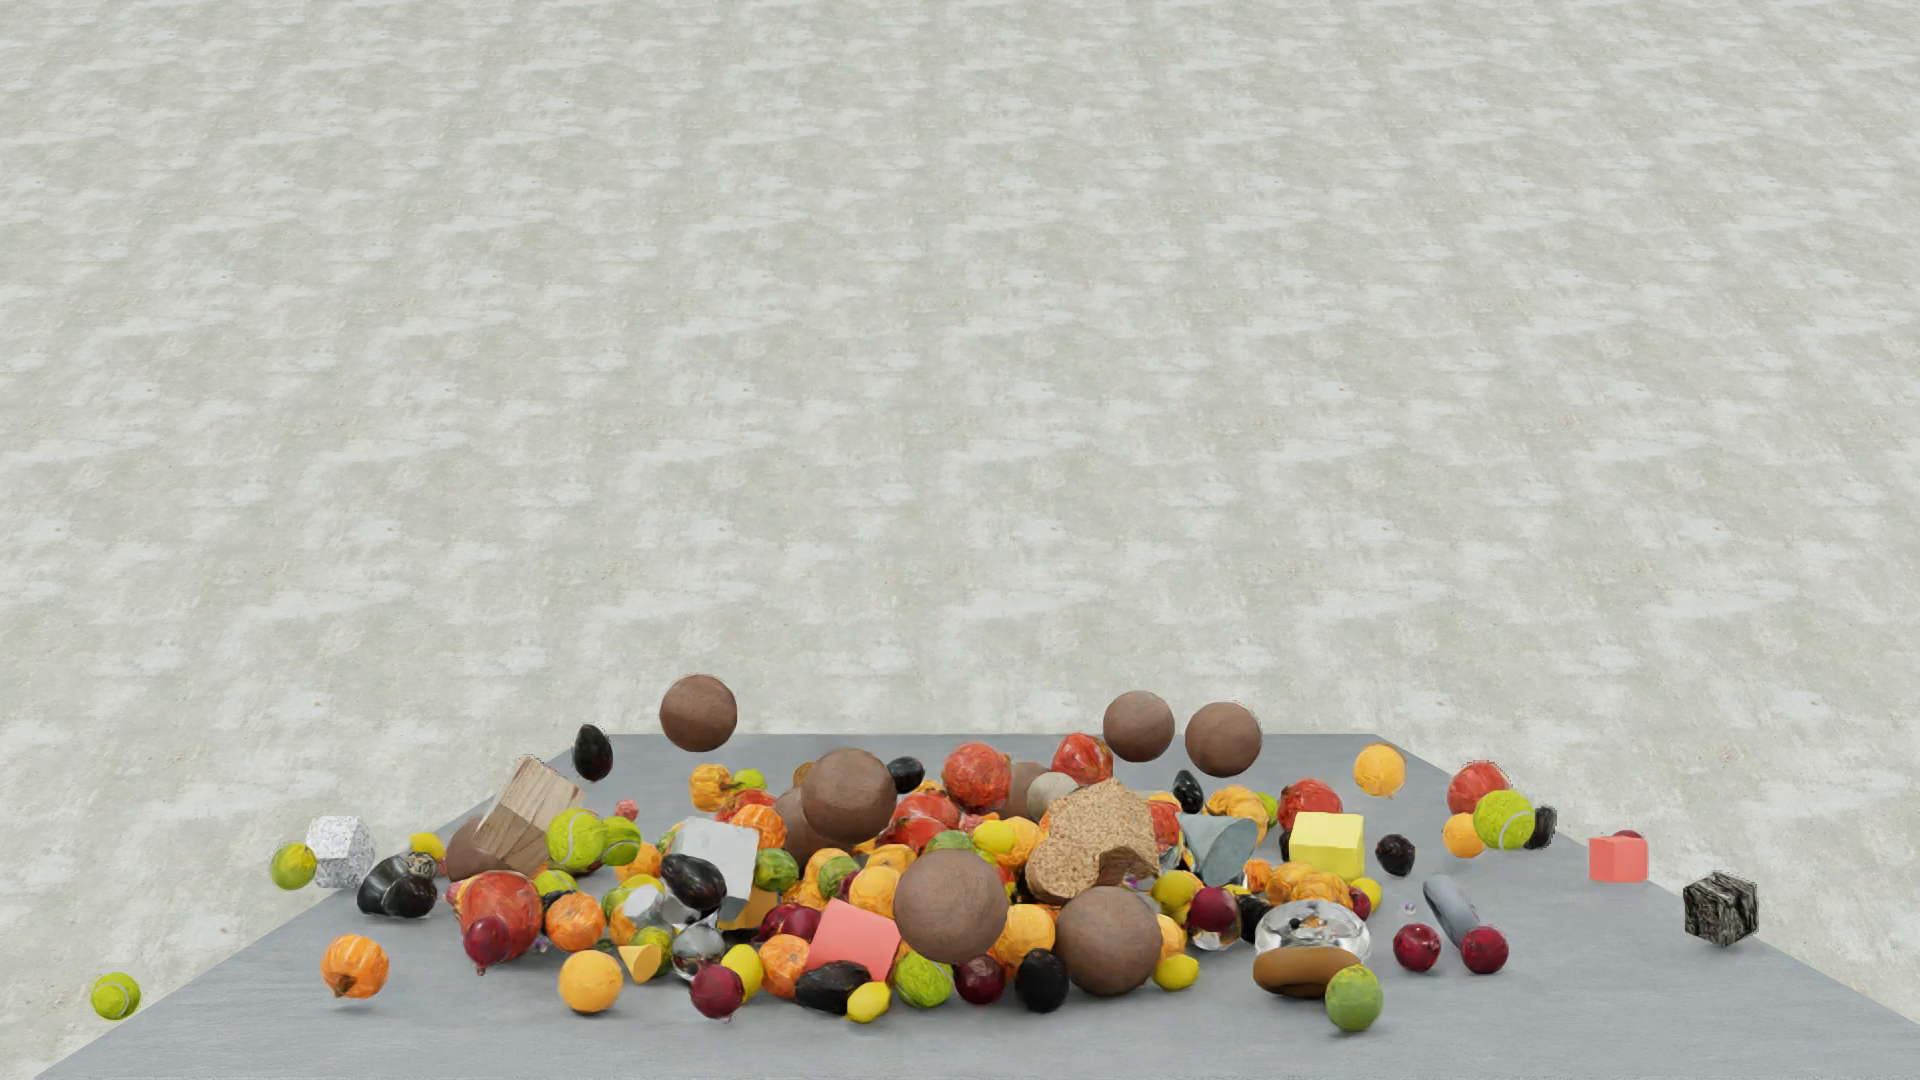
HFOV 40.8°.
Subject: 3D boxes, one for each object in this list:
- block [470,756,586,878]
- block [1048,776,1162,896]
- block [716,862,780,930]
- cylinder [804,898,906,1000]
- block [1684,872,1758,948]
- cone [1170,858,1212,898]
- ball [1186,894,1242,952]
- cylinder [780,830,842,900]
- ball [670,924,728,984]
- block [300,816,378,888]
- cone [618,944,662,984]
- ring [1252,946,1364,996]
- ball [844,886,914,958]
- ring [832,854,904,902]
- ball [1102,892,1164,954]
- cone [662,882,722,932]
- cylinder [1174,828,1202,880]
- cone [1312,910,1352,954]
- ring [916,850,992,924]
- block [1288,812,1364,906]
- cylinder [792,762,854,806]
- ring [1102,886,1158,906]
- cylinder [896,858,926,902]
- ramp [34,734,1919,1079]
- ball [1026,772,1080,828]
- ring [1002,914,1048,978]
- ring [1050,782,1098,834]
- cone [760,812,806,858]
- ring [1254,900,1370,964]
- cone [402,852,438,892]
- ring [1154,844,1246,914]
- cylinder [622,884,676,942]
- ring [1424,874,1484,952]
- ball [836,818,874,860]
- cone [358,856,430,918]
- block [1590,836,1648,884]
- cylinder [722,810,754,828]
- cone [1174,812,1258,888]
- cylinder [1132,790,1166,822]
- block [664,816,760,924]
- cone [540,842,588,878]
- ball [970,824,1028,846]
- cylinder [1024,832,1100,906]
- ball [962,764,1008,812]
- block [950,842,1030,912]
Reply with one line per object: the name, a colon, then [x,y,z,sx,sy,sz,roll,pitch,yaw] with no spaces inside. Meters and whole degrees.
block: [-0.545,0.350,3.264,0.090,0.090,0.090,34,38,-9]
block: [0.185,0.382,3.321,0.099,0.099,0.099,-24,52,21]
block: [-0.305,0.482,3.494,0.083,0.083,0.083,-8,-7,27]
cylinder: [-0.122,0.473,2.990,0.093,0.093,0.093,20,31,4]
block: [0.991,0.481,3.366,0.064,0.064,0.064,-19,21,-30]
cone: [0.332,0.511,3.817,0.059,0.059,0.059,-38,38,-10]
ball: [0.329,0.496,3.350,0.073,0.073,0.073,0,28,0]
cylinder: [-0.221,0.481,3.836,0.092,0.092,0.092,0,0,0]
ball: [-0.315,0.501,3.127,0.070,0.070,0.070,0,28,0]
block: [-0.926,0.466,3.855,0.076,0.076,0.076,-4,47,13]
cone: [-0.395,0.501,3.111,0.050,0.050,0.050,22,35,33]
ring: [0.402,0.499,2.991,0.128,0.128,0.043,1,70,2]
ball: [-0.107,0.485,3.250,0.098,0.098,0.098,0,28,0]
ring: [-0.124,0.474,3.461,0.107,0.107,0.036,16,-1,27]
ball: [0.224,0.493,3.334,0.080,0.080,0.080,0,28,0]
cone: [-0.322,0.482,3.214,0.080,0.080,0.080,-12,31,7]
cylinder: [0.335,0.441,3.634,0.060,0.060,0.060,7,9,-1]
cone: [0.478,0.504,3.334,0.057,0.057,0.057,0,1,0]
ring: [-0.008,0.482,3.598,0.118,0.039,0.118,-18,42,17]
block: [0.533,0.463,3.756,0.097,0.097,0.097,2,24,15]
cylinder: [-0.264,0.470,4.977,0.084,0.084,0.084,22,10,35]
ring: [0.239,0.507,3.625,0.083,0.083,0.028,8,73,15]
cylinder: [-0.062,0.493,3.731,0.057,0.057,0.057,11,30,14]
ramp: [0.063,0.569,4.610,2.000,0.100,4.000,0,1,0]
ball: [0.150,0.413,4.106,0.090,0.090,0.090,0,28,0]
ring: [0.079,0.497,3.158,0.027,0.080,0.080,20,18,-29]
ring: [0.184,0.392,3.438,0.139,0.139,0.046,-11,5,-20]
cone: [-0.299,0.504,4.260,0.083,0.083,0.083,-30,39,-27]
ring: [0.434,0.493,3.185,0.143,0.048,0.143,-2,25,1]
cone: [-0.815,0.513,3.880,0.065,0.065,0.065,-6,29,-11]
ring: [0.342,0.483,3.682,0.134,0.045,0.134,2,38,-1]
cylinder: [-0.387,0.467,3.237,0.051,0.051,0.051,-25,34,18]
ring: [0.638,0.481,3.336,0.038,0.114,0.114,-30,32,-2]
ball: [-0.174,0.489,4.229,0.068,0.068,0.068,0,28,0]
cone: [-0.778,0.508,3.631,0.095,0.095,0.095,29,38,26]
block: [1.019,0.494,3.999,0.062,0.062,0.062,0,1,-24]
cylinder: [-0.384,0.493,4.428,0.055,0.055,0.055,0,0,-1]
cone: [0.267,0.322,2.848,0.087,0.087,0.087,-22,41,-36]
cylinder: [0.348,0.488,4.745,0.057,0.057,0.057,-1,27,12]
block: [-0.322,0.425,3.330,0.095,0.095,0.095,14,60,-12]
cone: [-0.601,0.500,3.970,0.066,0.066,0.066,27,22,-20]
ball: [0.058,0.479,3.929,0.095,0.095,0.095,0,28,0]
cylinder: [0.126,0.407,3.197,0.082,0.082,0.082,-4,-15,-8]
ball: [0.047,0.472,4.914,0.088,0.088,0.088,0,28,0]
block: [0.043,0.486,3.739,0.084,0.084,0.084,0,1,30]
